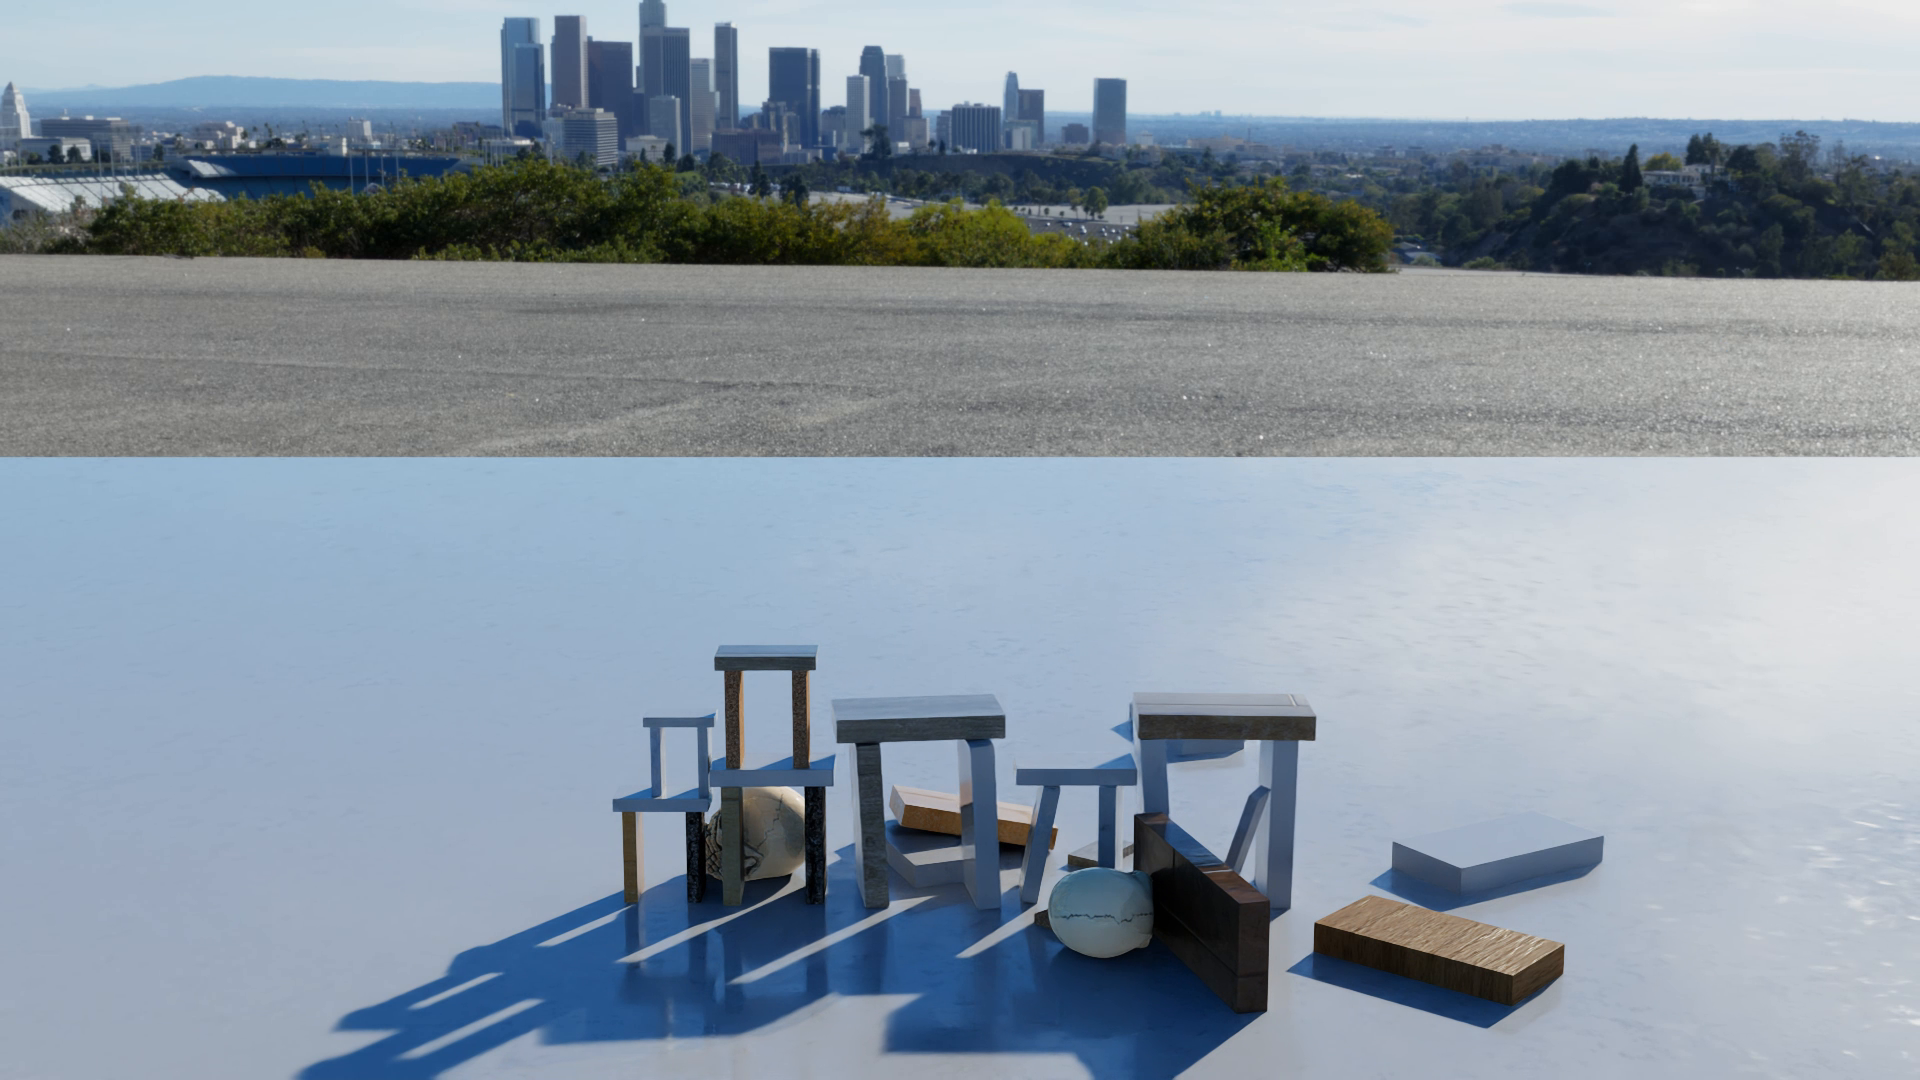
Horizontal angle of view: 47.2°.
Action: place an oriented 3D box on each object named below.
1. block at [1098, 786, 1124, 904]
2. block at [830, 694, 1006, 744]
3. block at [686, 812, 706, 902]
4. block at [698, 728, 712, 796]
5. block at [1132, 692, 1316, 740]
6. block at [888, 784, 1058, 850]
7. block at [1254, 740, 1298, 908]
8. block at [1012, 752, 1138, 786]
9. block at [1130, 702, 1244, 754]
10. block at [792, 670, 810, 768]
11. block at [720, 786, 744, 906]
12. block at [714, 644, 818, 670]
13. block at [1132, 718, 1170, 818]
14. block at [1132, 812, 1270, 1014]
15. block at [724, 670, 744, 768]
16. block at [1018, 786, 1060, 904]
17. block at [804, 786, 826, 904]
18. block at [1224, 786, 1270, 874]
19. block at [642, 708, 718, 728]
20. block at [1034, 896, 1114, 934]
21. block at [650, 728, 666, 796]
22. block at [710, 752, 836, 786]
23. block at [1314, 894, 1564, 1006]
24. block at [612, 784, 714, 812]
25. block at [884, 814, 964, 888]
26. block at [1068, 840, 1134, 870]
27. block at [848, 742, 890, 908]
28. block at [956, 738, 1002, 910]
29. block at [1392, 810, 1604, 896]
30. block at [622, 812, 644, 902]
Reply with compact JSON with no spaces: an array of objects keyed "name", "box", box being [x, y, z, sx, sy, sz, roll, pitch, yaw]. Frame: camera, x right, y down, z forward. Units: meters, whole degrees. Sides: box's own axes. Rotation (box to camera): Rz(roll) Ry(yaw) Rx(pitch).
[{"name":"block","box":[0.250,0.492,3.653,0.028,0.198,0.099,2,11,12]},{"name":"block","box":[-0.071,0.295,3.635,0.275,0.039,0.138,-1,11,-7]},{"name":"block","box":[-0.438,0.514,3.651,0.022,0.156,0.078,0,11,0]},{"name":"block","box":[-0.421,0.358,3.629,0.016,0.116,0.058,0,11,0]},{"name":"block","box":[0.431,0.289,3.610,0.285,0.040,0.143,1,11,1]},{"name":"block","box":[0.022,0.492,3.910,0.278,0.039,0.139,11,6,-12]},{"name":"block","box":[0.523,0.450,3.642,0.040,0.285,0.143,1,11,0]},{"name":"block","box":[0.189,0.378,3.641,0.198,0.028,0.099,0,11,-2]},{"name":"block","box":[0.475,0.390,4.637,0.139,0.039,0.278,-4,11,-18]},{"name":"block","box":[-0.261,0.284,3.608,0.023,0.164,0.082,0,11,-1]},{"name":"block","box":[-0.376,0.492,3.643,0.029,0.202,0.101,0,11,-2]},{"name":"block","box":[-0.315,0.192,3.590,0.164,0.023,0.082,0,11,-1]},{"name":"block","box":[0.320,0.449,3.643,0.040,0.285,0.143,-4,11,0]},{"name":"block","box":[0.363,0.562,3.363,0.047,0.167,0.434,-3,11,-15]},{"name":"block","box":[-0.370,0.284,3.606,0.023,0.164,0.082,0,11,-1]},{"name":"block","box":[0.131,0.492,3.650,0.028,0.198,0.099,11,10,-2]},{"name":"block","box":[-0.239,0.491,3.648,0.029,0.202,0.101,0,11,0]},{"name":"block","box":[0.454,0.503,3.575,0.017,0.211,0.061,24,19,21]},{"name":"block","box":[-0.460,0.292,3.617,0.116,0.016,0.058,0,11,0]},{"name":"block","box":[0.185,0.604,3.547,0.122,0.017,0.061,-10,14,-43]},{"name":"block","box":[-0.498,0.358,3.629,0.016,0.116,0.058,0,11,0]},{"name":"block","box":[-0.307,0.378,3.626,0.202,0.029,0.101,0,11,-1]},{"name":"block","box":[0.729,0.623,3.361,0.335,0.047,0.167,9,14,40]},{"name":"block","box":[-0.490,0.427,3.634,0.156,0.022,0.078,0,11,0]},{"name":"block","box":[-0.061,0.537,3.844,0.139,0.039,0.278,-4,11,-21]},{"name":"block","box":[0.248,0.548,3.847,0.061,0.017,0.122,8,13,35]},{"name":"block","box":[-0.152,0.454,3.641,0.039,0.275,0.138,-4,11,-8]},{"name":"block","box":[0.031,0.456,3.634,0.039,0.275,0.138,-4,11,-9]},{"name":"block","box":[0.932,0.540,3.810,0.335,0.047,0.167,-6,12,-31]},{"name":"block","box":[-0.542,0.514,3.651,0.022,0.156,0.078,0,11,0]}]
